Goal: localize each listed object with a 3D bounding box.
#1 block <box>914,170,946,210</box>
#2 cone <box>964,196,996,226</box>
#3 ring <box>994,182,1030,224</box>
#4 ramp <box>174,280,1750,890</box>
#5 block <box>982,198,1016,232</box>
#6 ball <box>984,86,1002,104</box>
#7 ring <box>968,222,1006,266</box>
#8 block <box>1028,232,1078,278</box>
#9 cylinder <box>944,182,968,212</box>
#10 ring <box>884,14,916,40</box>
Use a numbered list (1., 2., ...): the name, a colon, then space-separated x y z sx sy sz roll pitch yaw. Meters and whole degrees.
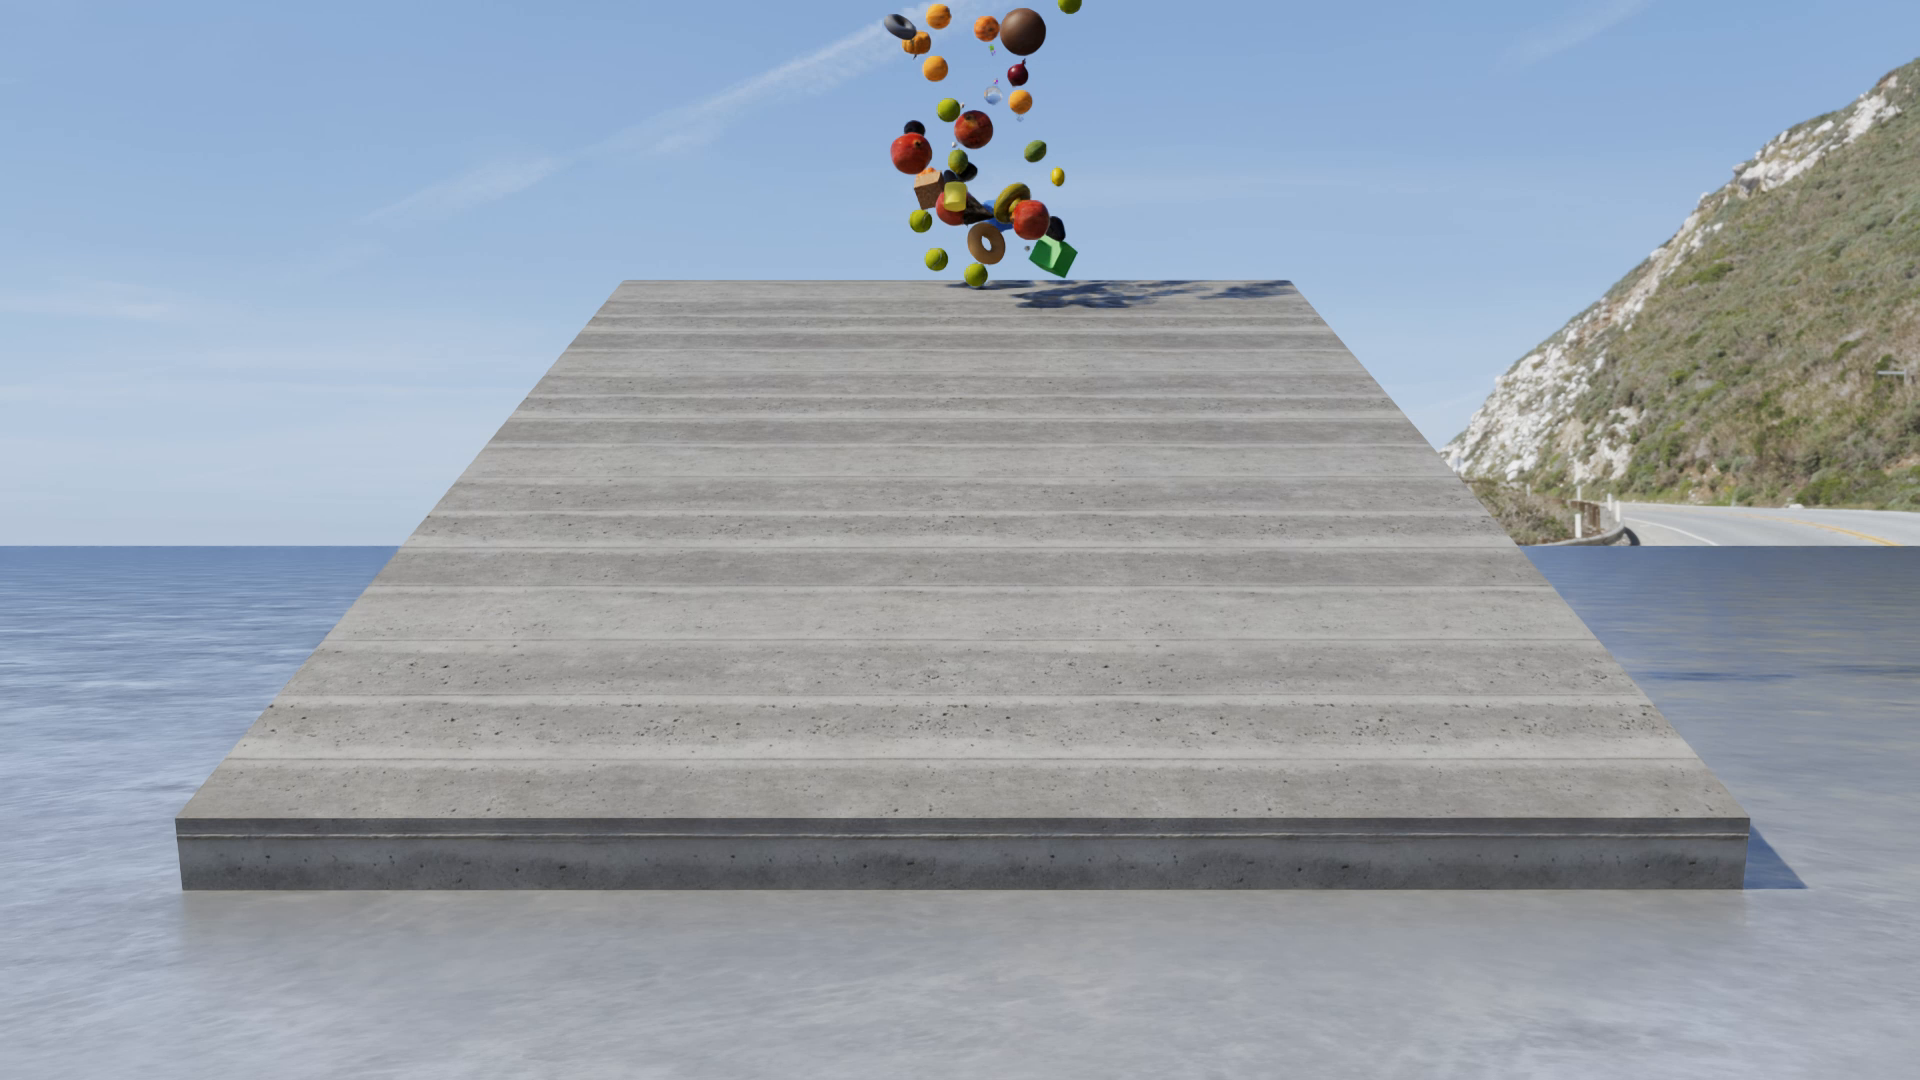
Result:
1. block: -0.083 -1.024 6.474 0.076 0.076 0.076 -11 34 16
2. cone: 0.064 -0.917 6.234 0.083 0.083 0.083 18 7 21
3. ring: 0.147 -0.945 6.212 0.043 0.128 0.128 43 22 25
4. ramp: -0.002 -0.166 4.742 2.000 0.100 4.000 0 16 0
5. block: 0.112 -0.937 6.384 0.069 0.069 0.069 -19 39 -32
6. ball: 0.097 -1.308 6.507 0.053 0.053 0.053 0 0 0
7. ring: 0.074 -0.830 6.200 0.124 0.124 0.041 0 -5 -37
8. block: 0.272 -0.828 6.440 0.087 0.087 0.087 27 1 31
9. cylinder: -0.013 -0.952 6.134 0.062 0.062 0.062 3 -15 1
10. ring: -0.174 -1.493 6.439 0.103 0.103 0.034 0 -43 -42
